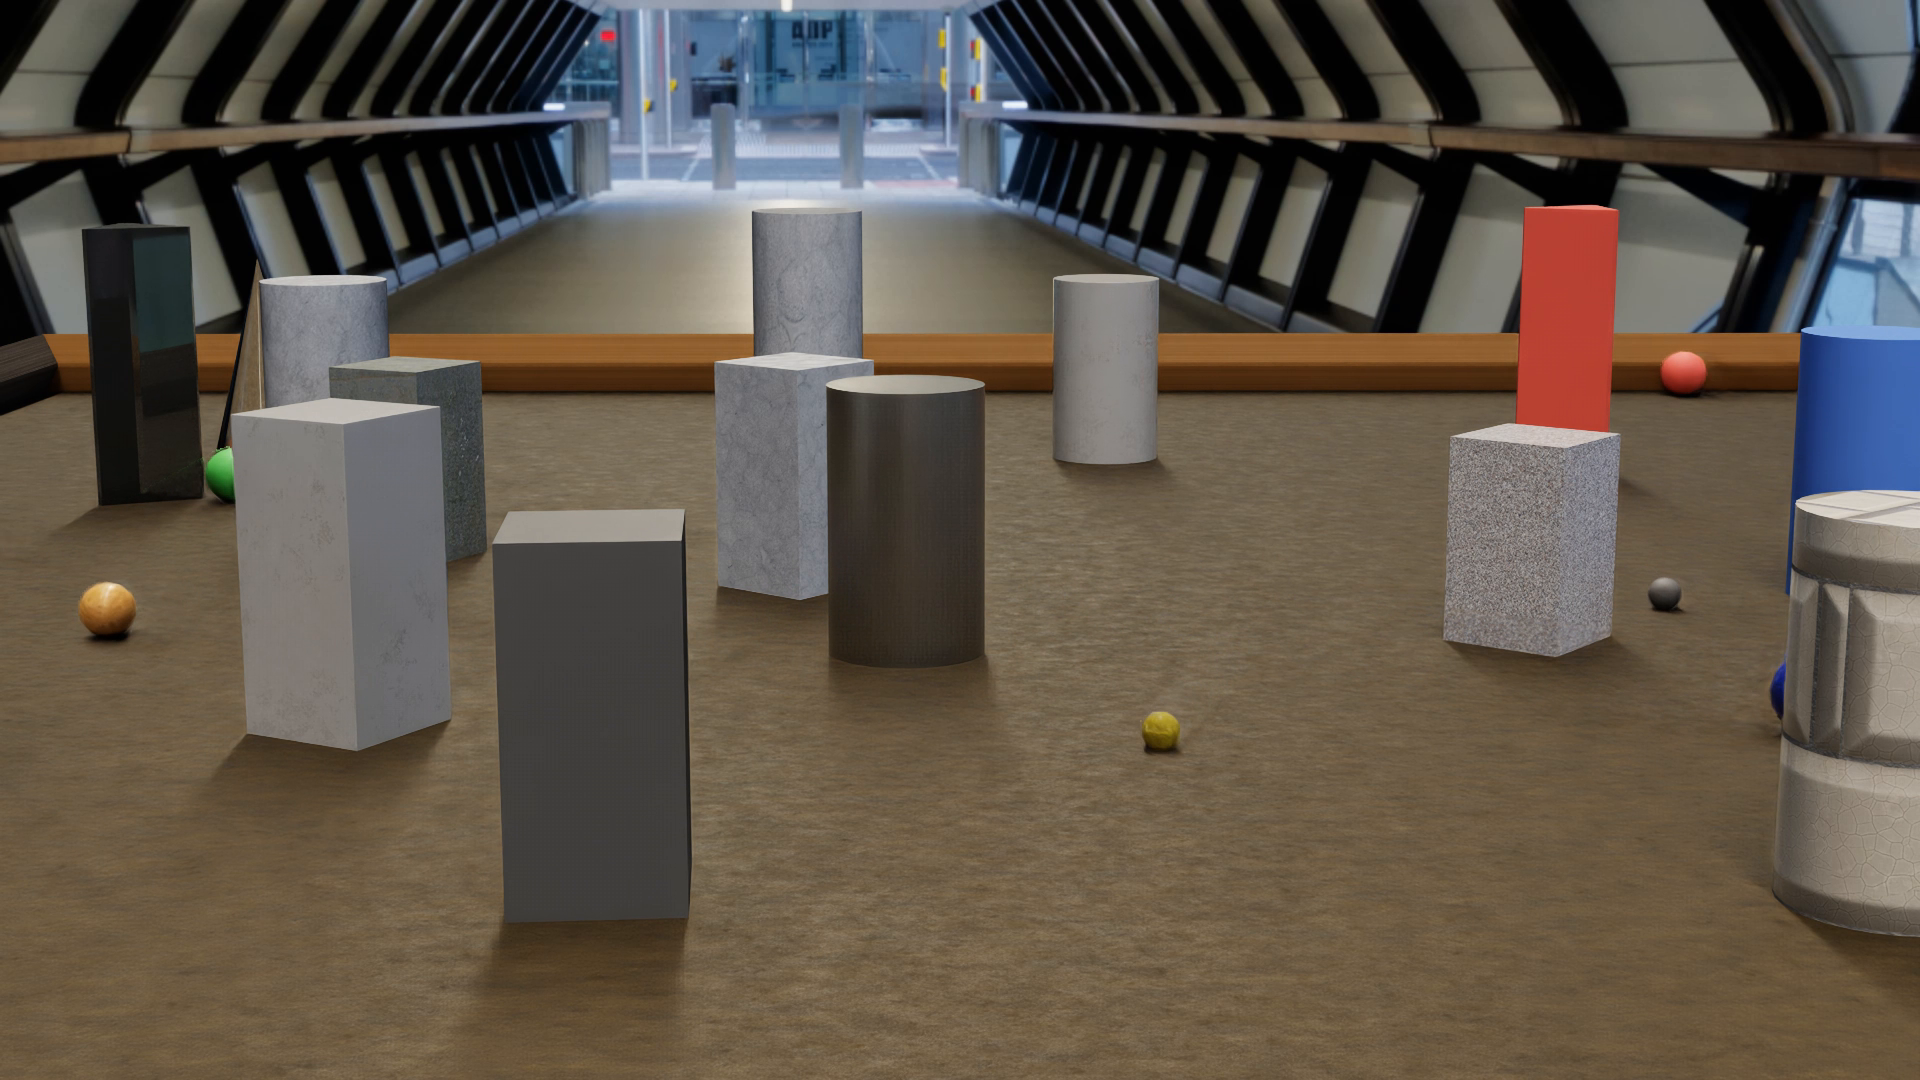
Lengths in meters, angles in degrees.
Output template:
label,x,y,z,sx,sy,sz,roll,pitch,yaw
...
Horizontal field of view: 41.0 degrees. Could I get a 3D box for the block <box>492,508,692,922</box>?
label,x,y,z,sx,sy,sz,roll,pitch,yaw
block,-0.320,0.151,2.260,0.157,0.332,0.157,-1,11,-5

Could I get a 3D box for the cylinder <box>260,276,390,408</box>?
label,x,y,z,sx,sy,sz,roll,pitch,yaw
cylinder,-1.011,-0.221,4.108,0.197,0.389,0.197,0,10,0

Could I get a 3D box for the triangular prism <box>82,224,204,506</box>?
label,x,y,z,sx,sy,sz,roll,pitch,yaw
triangular prism,-1.395,-0.303,4.355,0.170,0.460,0.148,-5,12,-25

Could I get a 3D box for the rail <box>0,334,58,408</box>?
label,x,y,z,sx,sy,sz,roll,pitch,yaw
rail,-2.027,0.035,3.437,0.045,0.128,4.774,0,10,0

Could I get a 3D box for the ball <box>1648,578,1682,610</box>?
label,x,y,z,sx,sy,sz,roll,pitch,yaw
ball,0.954,0.072,3.473,0.044,0.044,0.044,0,10,0

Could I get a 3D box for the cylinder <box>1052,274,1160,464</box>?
label,x,y,z,sx,sy,sz,roll,pitch,yaw
cylinder,0.272,-0.322,4.803,0.197,0.335,0.197,0,10,0

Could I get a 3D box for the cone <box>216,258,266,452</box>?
label,x,y,z,sx,sy,sz,roll,pitch,yaw
cone,-1.263,-0.318,4.646,0.197,0.384,0.197,0,10,0

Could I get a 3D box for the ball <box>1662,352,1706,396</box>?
label,x,y,z,sx,sy,sz,roll,pitch,yaw
ball,1.613,-0.371,5.716,0.098,0.098,0.098,0,10,0

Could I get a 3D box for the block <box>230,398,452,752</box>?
label,x,y,z,sx,sy,sz,roll,pitch,yaw
block,-0.680,0.033,2.831,0.157,0.355,0.157,6,12,28

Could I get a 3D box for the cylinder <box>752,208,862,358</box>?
label,x,y,z,sx,sy,sz,roll,pitch,yaw
cylinder,-0.274,-0.359,4.630,0.197,0.469,0.197,0,10,0

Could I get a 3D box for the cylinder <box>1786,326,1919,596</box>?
label,x,y,z,sx,sy,sz,roll,pitch,yaw
cylinder,1.250,-0.103,3.532,0.197,0.367,0.197,0,10,0

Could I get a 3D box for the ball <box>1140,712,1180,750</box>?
label,x,y,z,sx,sy,sz,roll,pitch,yaw
ball,0.216,0.205,2.759,0.042,0.042,0.042,0,10,0

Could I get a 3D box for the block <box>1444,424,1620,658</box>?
label,x,y,z,sx,sy,sz,roll,pitch,yaw
block,0.731,-0.004,3.279,0.157,0.263,0.157,8,13,38

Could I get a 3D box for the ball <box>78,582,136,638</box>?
label,x,y,z,sx,sy,sz,roll,pitch,yaw
ball,-1.097,0.090,3.303,0.071,0.071,0.071,0,10,0

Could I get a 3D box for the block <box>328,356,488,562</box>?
label,x,y,z,sx,sy,sz,roll,pitch,yaw
block,-0.822,-0.119,3.831,0.157,0.289,0.157,5,12,25

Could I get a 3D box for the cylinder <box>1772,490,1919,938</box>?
label,x,y,z,sx,sy,sz,roll,pitch,yaw
cylinder,0.820,0.146,2.234,0.197,0.351,0.197,0,10,0

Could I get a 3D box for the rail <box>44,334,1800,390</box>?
label,x,y,z,sx,sy,sz,roll,pitch,yaw
rail,-0.014,-0.398,5.773,4.102,0.128,0.045,0,10,0

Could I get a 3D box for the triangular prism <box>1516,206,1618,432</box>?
label,x,y,z,sx,sy,sz,roll,pitch,yaw
triangular prism,1.132,-0.375,4.712,0.170,0.471,0.148,6,12,29

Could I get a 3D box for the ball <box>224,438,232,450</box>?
label,x,y,z,sx,sy,sz,roll,pitch,yaw
ball,-1.261,-0.147,4.542,0.086,0.086,0.086,0,10,0

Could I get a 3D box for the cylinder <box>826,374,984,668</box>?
label,x,y,z,sx,sy,sz,roll,pitch,yaw
cylinder,-0.067,-0.027,3.201,0.197,0.337,0.197,0,10,0

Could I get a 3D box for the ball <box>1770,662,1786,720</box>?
label,x,y,z,sx,sy,sz,roll,pitch,yaw
ball,0.939,0.169,2.823,0.091,0.091,0.091,0,10,0

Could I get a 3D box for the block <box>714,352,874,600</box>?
label,x,y,z,sx,sy,sz,roll,pitch,yaw
block,-0.232,-0.094,3.617,0.157,0.318,0.157,8,13,38

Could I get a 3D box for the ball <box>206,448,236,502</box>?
label,x,y,z,sx,sy,sz,roll,pitch,yaw
ball,-1.228,-0.111,4.335,0.090,0.090,0.090,0,10,0
